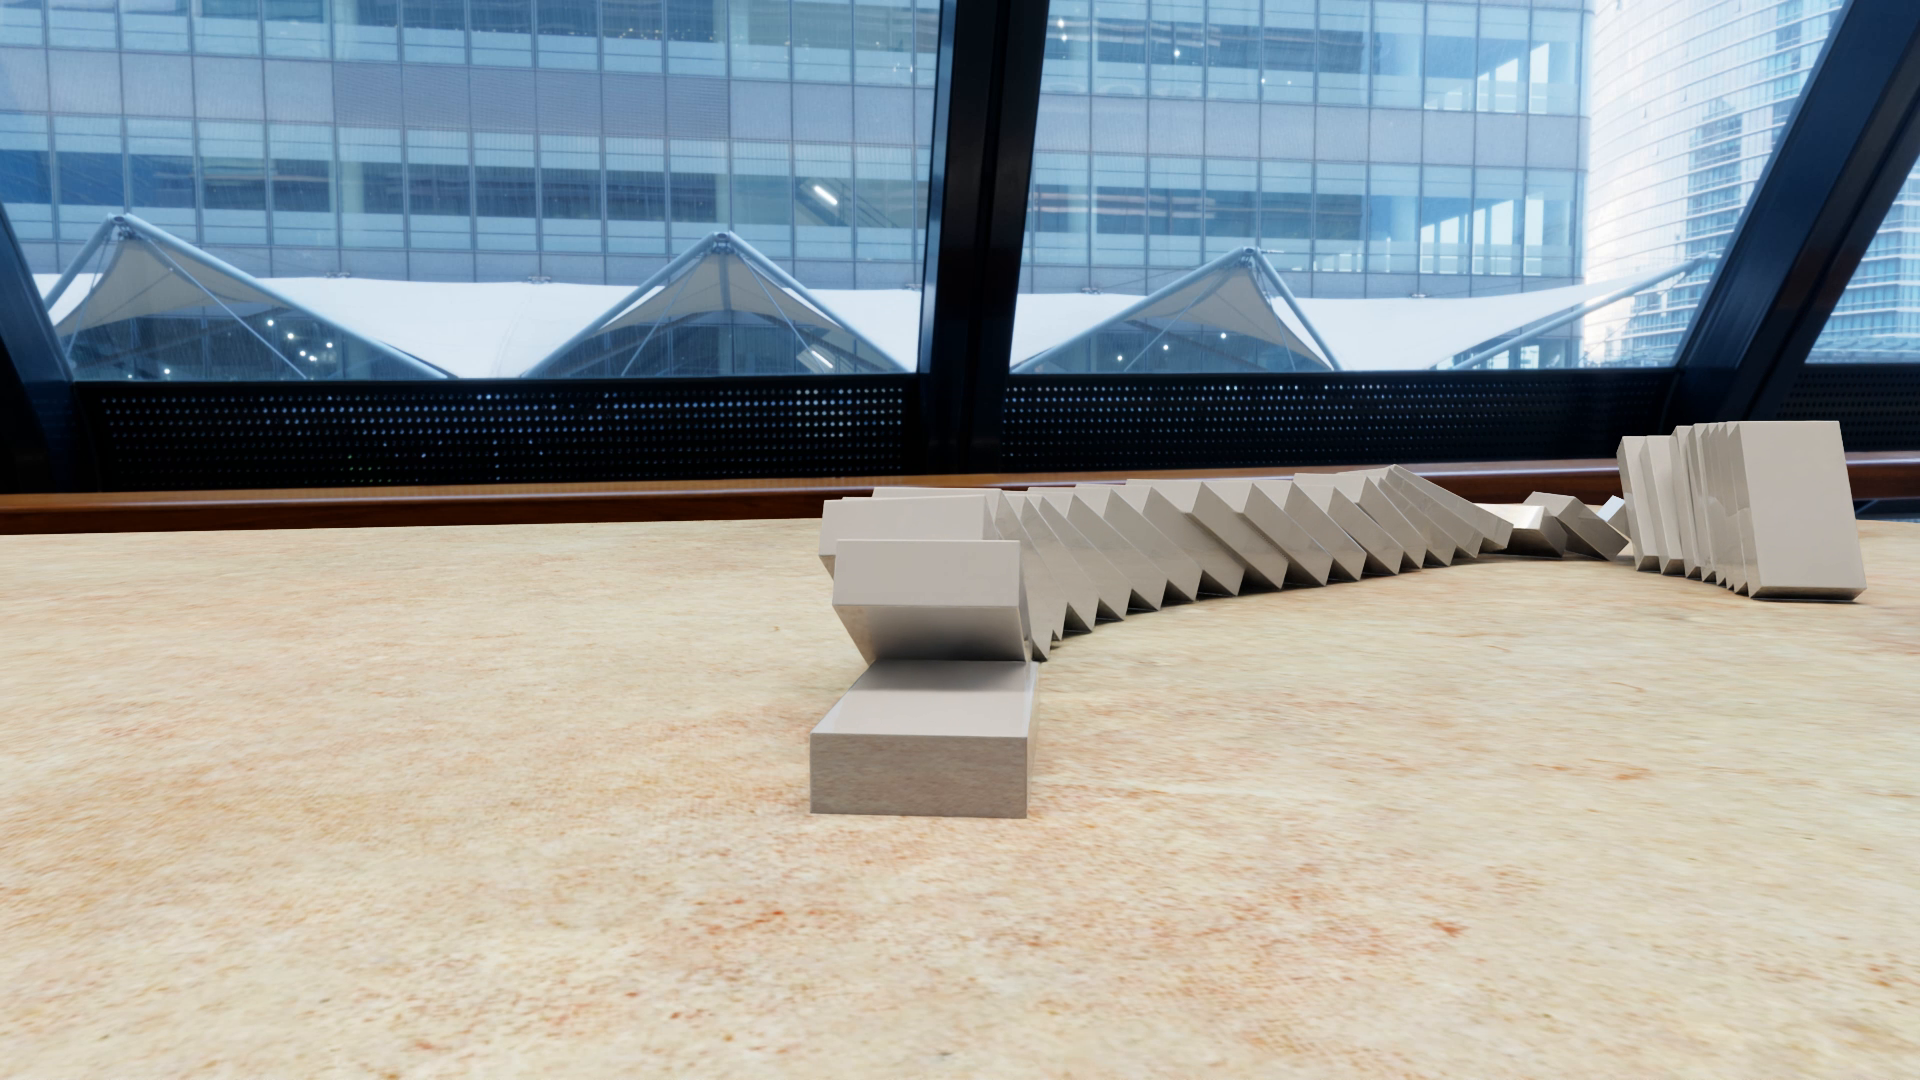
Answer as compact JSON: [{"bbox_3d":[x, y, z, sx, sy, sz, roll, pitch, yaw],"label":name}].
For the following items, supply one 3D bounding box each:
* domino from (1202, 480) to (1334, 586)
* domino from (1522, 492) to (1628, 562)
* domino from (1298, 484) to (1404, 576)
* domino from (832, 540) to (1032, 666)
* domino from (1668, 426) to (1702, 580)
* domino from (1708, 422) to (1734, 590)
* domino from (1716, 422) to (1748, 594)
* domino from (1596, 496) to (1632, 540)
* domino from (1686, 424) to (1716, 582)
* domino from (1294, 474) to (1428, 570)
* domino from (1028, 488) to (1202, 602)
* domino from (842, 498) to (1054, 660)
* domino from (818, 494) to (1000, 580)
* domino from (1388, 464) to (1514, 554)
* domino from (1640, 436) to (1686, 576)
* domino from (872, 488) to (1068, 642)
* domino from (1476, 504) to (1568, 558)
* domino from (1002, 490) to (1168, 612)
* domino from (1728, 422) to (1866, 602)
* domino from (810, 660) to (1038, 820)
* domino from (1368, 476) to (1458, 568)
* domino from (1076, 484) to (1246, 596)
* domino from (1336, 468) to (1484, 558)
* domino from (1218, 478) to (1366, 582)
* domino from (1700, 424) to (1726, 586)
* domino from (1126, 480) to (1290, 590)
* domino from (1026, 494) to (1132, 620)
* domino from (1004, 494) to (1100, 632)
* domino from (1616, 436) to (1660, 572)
[{"bbox_3d":[0.086,-0.002,0.377,0.025,0.009,0.050,4,-22,46],"label":"domino"},{"bbox_3d":[0.232,-0.006,0.488,0.025,0.009,0.050,41,8,3],"label":"domino"},{"bbox_3d":[0.118,-0.003,0.408,0.025,0.009,0.050,4,-19,45],"label":"domino"},{"bbox_3d":[-0.002,0.013,0.196,0.025,0.009,0.050,0,-20,5],"label":"domino"},{"bbox_3d":[0.243,-0.012,0.408,0.025,0.050,0.010,1,-25,13],"label":"domino"},{"bbox_3d":[0.237,-0.010,0.376,0.025,0.050,0.010,1,-23,14],"label":"domino"},{"bbox_3d":[0.234,-0.009,0.366,0.025,0.050,0.009,1,-23,14],"label":"domino"},{"bbox_3d":[0.247,-0.004,0.466,0.025,0.009,0.050,41,17,15],"label":"domino"},{"bbox_3d":[0.242,-0.012,0.397,0.025,0.050,0.010,1,-23,14],"label":"domino"},{"bbox_3d":[0.131,-0.006,0.422,0.025,0.009,0.050,5,-22,45],"label":"domino"},{"bbox_3d":[0.040,0.002,0.334,0.025,0.009,0.050,2,-23,40],"label":"domino"},{"bbox_3d":[-0.002,0.008,0.238,0.025,0.009,0.050,1,-26,22],"label":"domino"},{"bbox_3d":[-0.005,0.009,0.215,0.025,0.009,0.050,-2,-27,10],"label":"domino"},{"bbox_3d":[0.172,-0.010,0.467,0.050,0.009,0.025,25,-13,-7],"label":"domino"},{"bbox_3d":[0.243,-0.012,0.423,0.025,0.050,0.009,1,-34,13],"label":"domino"},{"bbox_3d":[0.003,0.006,0.254,0.025,0.009,0.050,2,-25,21],"label":"domino"},{"bbox_3d":[0.200,-0.004,0.488,0.050,0.010,0.025,4,-22,46],"label":"domino"},{"bbox_3d":[0.029,0.003,0.318,0.025,0.009,0.050,3,-22,38],"label":"domino"},{"bbox_3d":[0.231,-0.009,0.355,0.025,0.050,0.010,1,-23,14],"label":"domino"},{"bbox_3d":[-0.003,0.025,0.171,0.025,0.010,0.050,0,4,5],"label":"domino"},{"bbox_3d":[0.146,-0.006,0.441,0.050,0.010,0.025,31,-14,-33],"label":"domino"},{"bbox_3d":[0.054,0.000,0.352,0.025,0.009,0.050,4,-22,45],"label":"domino"},{"bbox_3d":[0.158,-0.009,0.454,0.050,0.010,0.025,29,-14,-23],"label":"domino"},{"bbox_3d":[0.101,-0.003,0.391,0.025,0.009,0.050,4,-22,46],"label":"domino"},{"bbox_3d":[0.240,-0.011,0.386,0.025,0.050,0.009,1,-23,14],"label":"domino"},{"bbox_3d":[0.069,-0.001,0.363,0.025,0.010,0.050,4,-22,46],"label":"domino"},{"bbox_3d":[0.018,0.004,0.298,0.025,0.010,0.050,3,-23,33],"label":"domino"},{"bbox_3d":[0.010,0.006,0.276,0.025,0.010,0.050,2,-24,26],"label":"domino"},{"bbox_3d":[0.241,-0.013,0.436,0.025,0.050,0.009,1,-34,13],"label":"domino"}]
